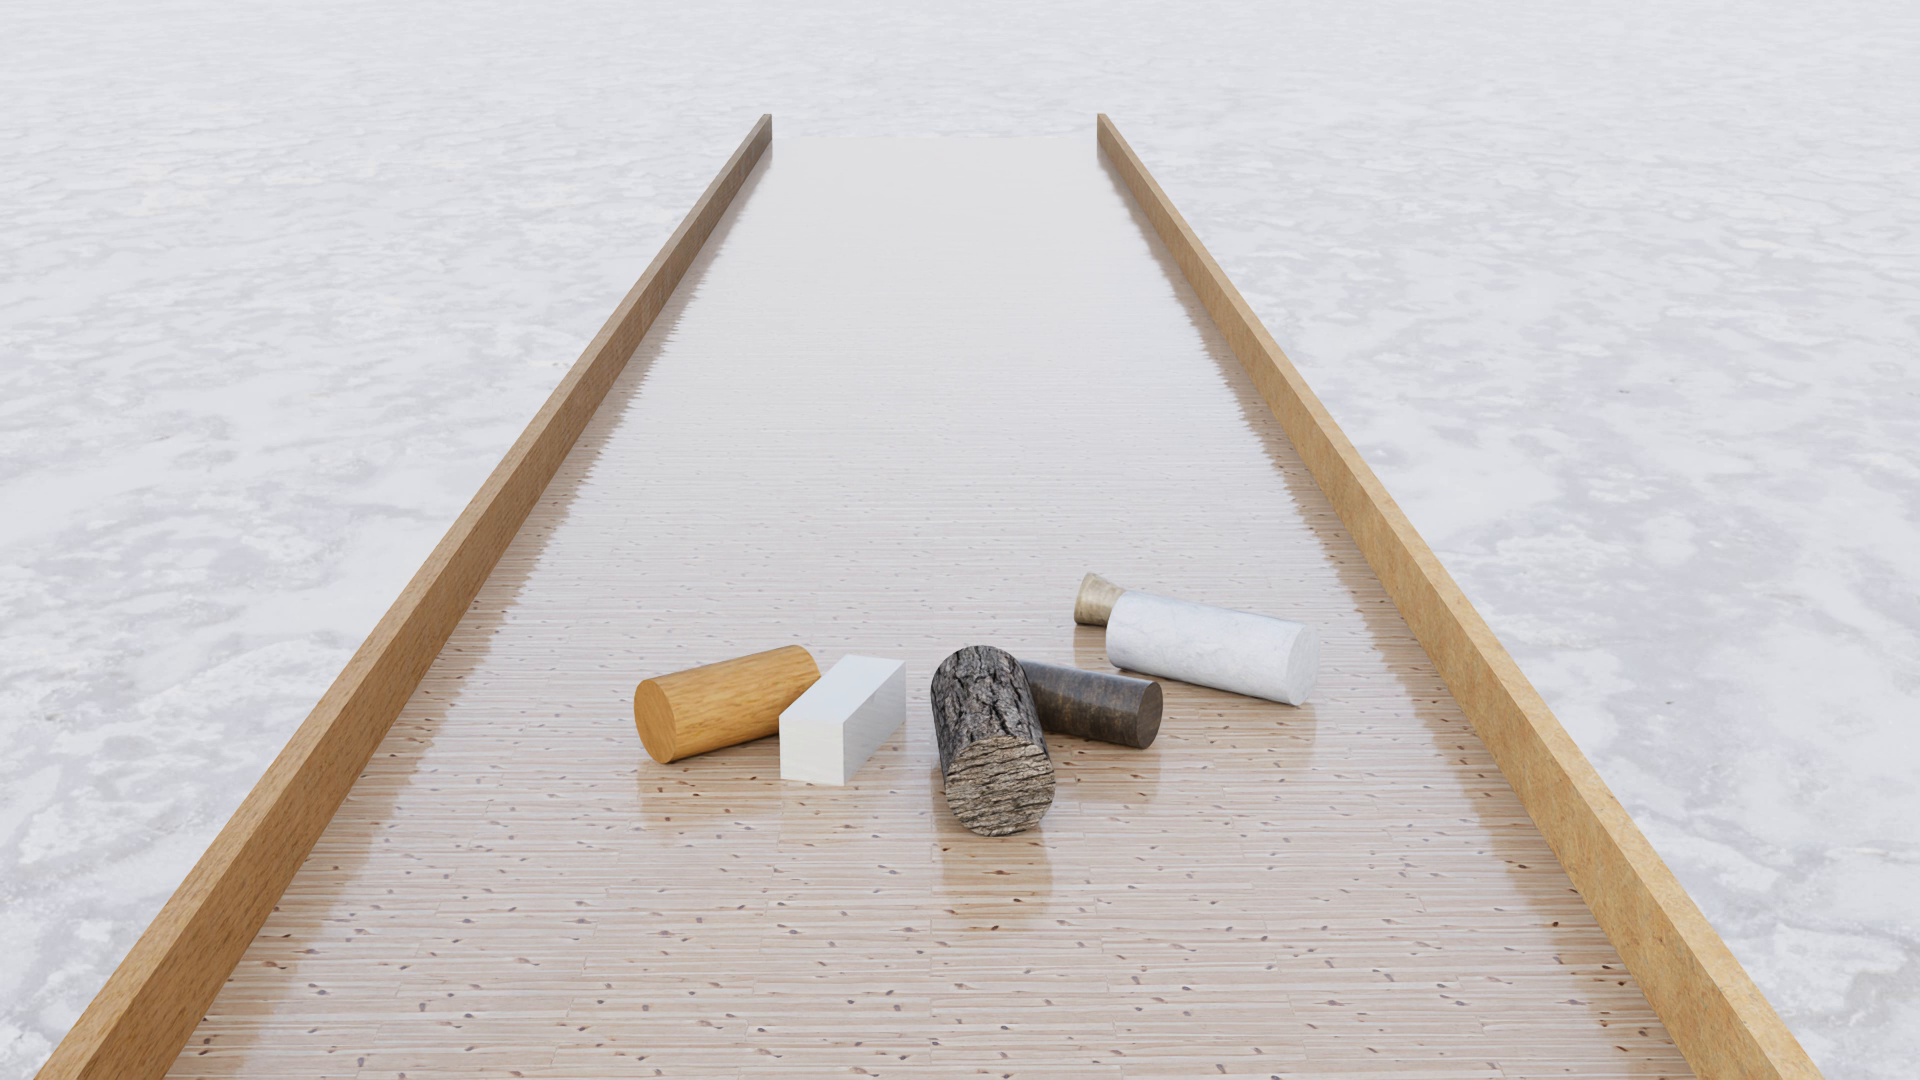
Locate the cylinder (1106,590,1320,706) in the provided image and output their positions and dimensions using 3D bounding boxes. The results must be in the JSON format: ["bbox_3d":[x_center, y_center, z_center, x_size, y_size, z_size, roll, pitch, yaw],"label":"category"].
[{"bbox_3d":[0.488,0.207,4.259,0.384,0.156,0.156,11,20,32],"label":"cylinder"}]

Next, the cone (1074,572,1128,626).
[{"bbox_3d":[0.414,0.163,4.580,0.336,0.113,0.113,16,21,16],"label":"cone"}]

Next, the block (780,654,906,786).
[{"bbox_3d":[-0.206,0.319,3.948,0.117,0.117,0.332,5,17,17],"label":"block"}]

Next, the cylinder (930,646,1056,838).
[{"bbox_3d":[0.051,0.337,3.776,0.180,0.180,0.436,-1,17,-4],"label":"cylinder"}]

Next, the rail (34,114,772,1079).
[{"bbox_3d":[-1.118,-0.838,7.780,0.050,0.150,12.000,0,17,-1],"label":"rail"}]

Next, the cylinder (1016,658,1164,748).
[{"bbox_3d":[0.175,0.290,4.039,0.376,0.122,0.122,9,19,26],"label":"cylinder"}]

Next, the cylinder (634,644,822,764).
[{"bbox_3d":[-0.416,0.294,3.973,0.309,0.152,0.152,-12,20,-35],"label":"cylinder"}]

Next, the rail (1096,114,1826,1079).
[{"bbox_3d":[0.932,-0.844,7.801,0.050,0.150,12.000,0,17,-1],"label":"rail"}]
